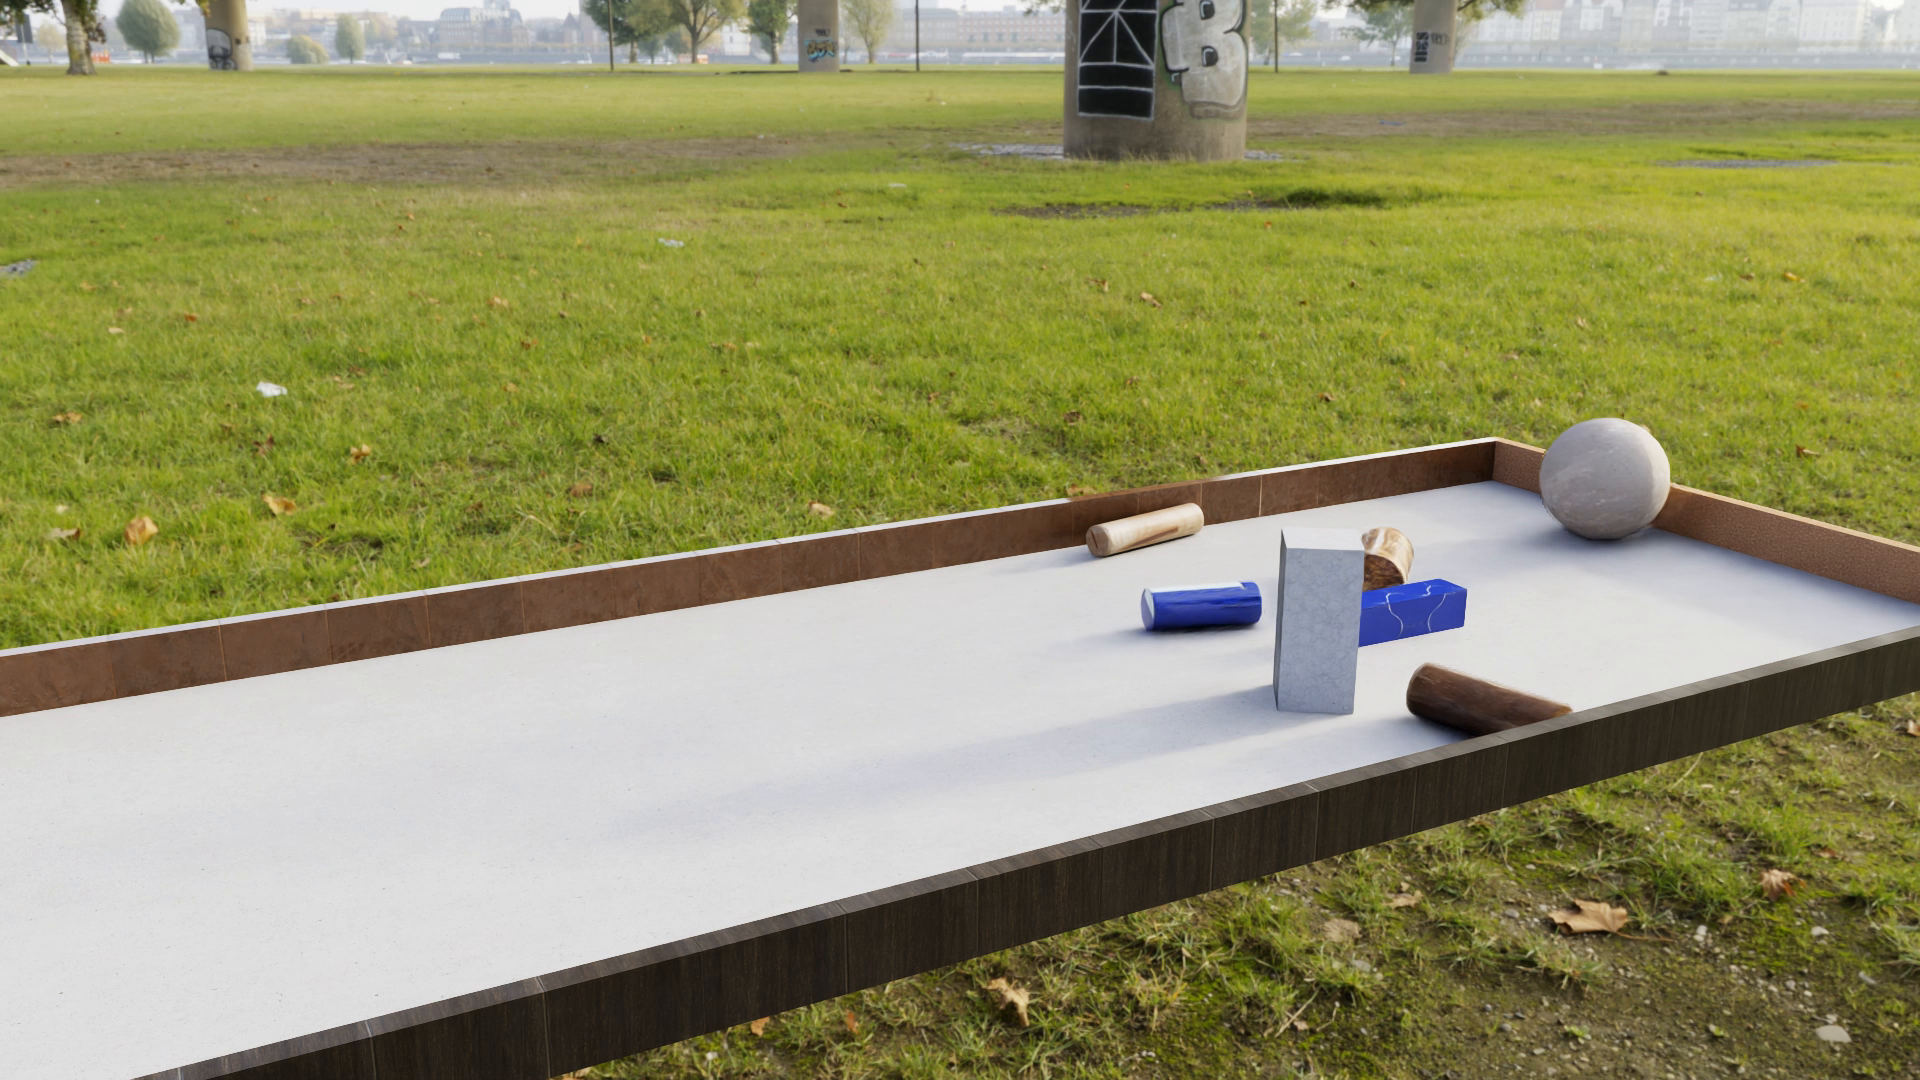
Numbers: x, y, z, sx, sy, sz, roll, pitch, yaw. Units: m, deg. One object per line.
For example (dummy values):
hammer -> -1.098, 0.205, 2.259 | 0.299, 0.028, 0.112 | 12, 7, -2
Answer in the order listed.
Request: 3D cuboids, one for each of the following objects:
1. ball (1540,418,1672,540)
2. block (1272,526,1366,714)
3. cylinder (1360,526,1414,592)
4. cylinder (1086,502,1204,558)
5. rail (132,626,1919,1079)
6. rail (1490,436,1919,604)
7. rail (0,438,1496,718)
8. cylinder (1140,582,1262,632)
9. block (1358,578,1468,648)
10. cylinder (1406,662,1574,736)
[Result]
ball -> 2.083, -0.198, 5.328 | 0.394, 0.394, 0.394 | 0, 16, 0
block -> 0.860, 0.192, 3.975 | 0.179, 0.409, 0.179 | 2, 16, 6
cylinder -> 1.217, 0.081, 4.784 | 0.167, 0.167, 0.311 | 6, 17, 18
cylinder -> 0.597, -0.034, 5.288 | 0.430, 0.102, 0.102 | -13, 21, -37
rail -> -2.336, 1.006, 1.665 | 12.000, 0.150, 0.050 | -9, 18, -27
rail -> 2.466, -0.048, 5.253 | 0.050, 0.150, 2.100 | -9, 18, -27
rail -> -3.305, 0.497, 3.399 | 12.000, 0.150, 0.050 | -9, 18, -27
cylinder -> 0.662, 0.183, 4.527 | 0.308, 0.116, 0.116 | -4, 17, -12
block -> 1.192, 0.197, 4.490 | 0.386, 0.109, 0.109 | -8, 18, -26
cylinder -> 1.216, 0.392, 3.794 | 0.128, 0.128, 0.357 | -14, 21, -39
